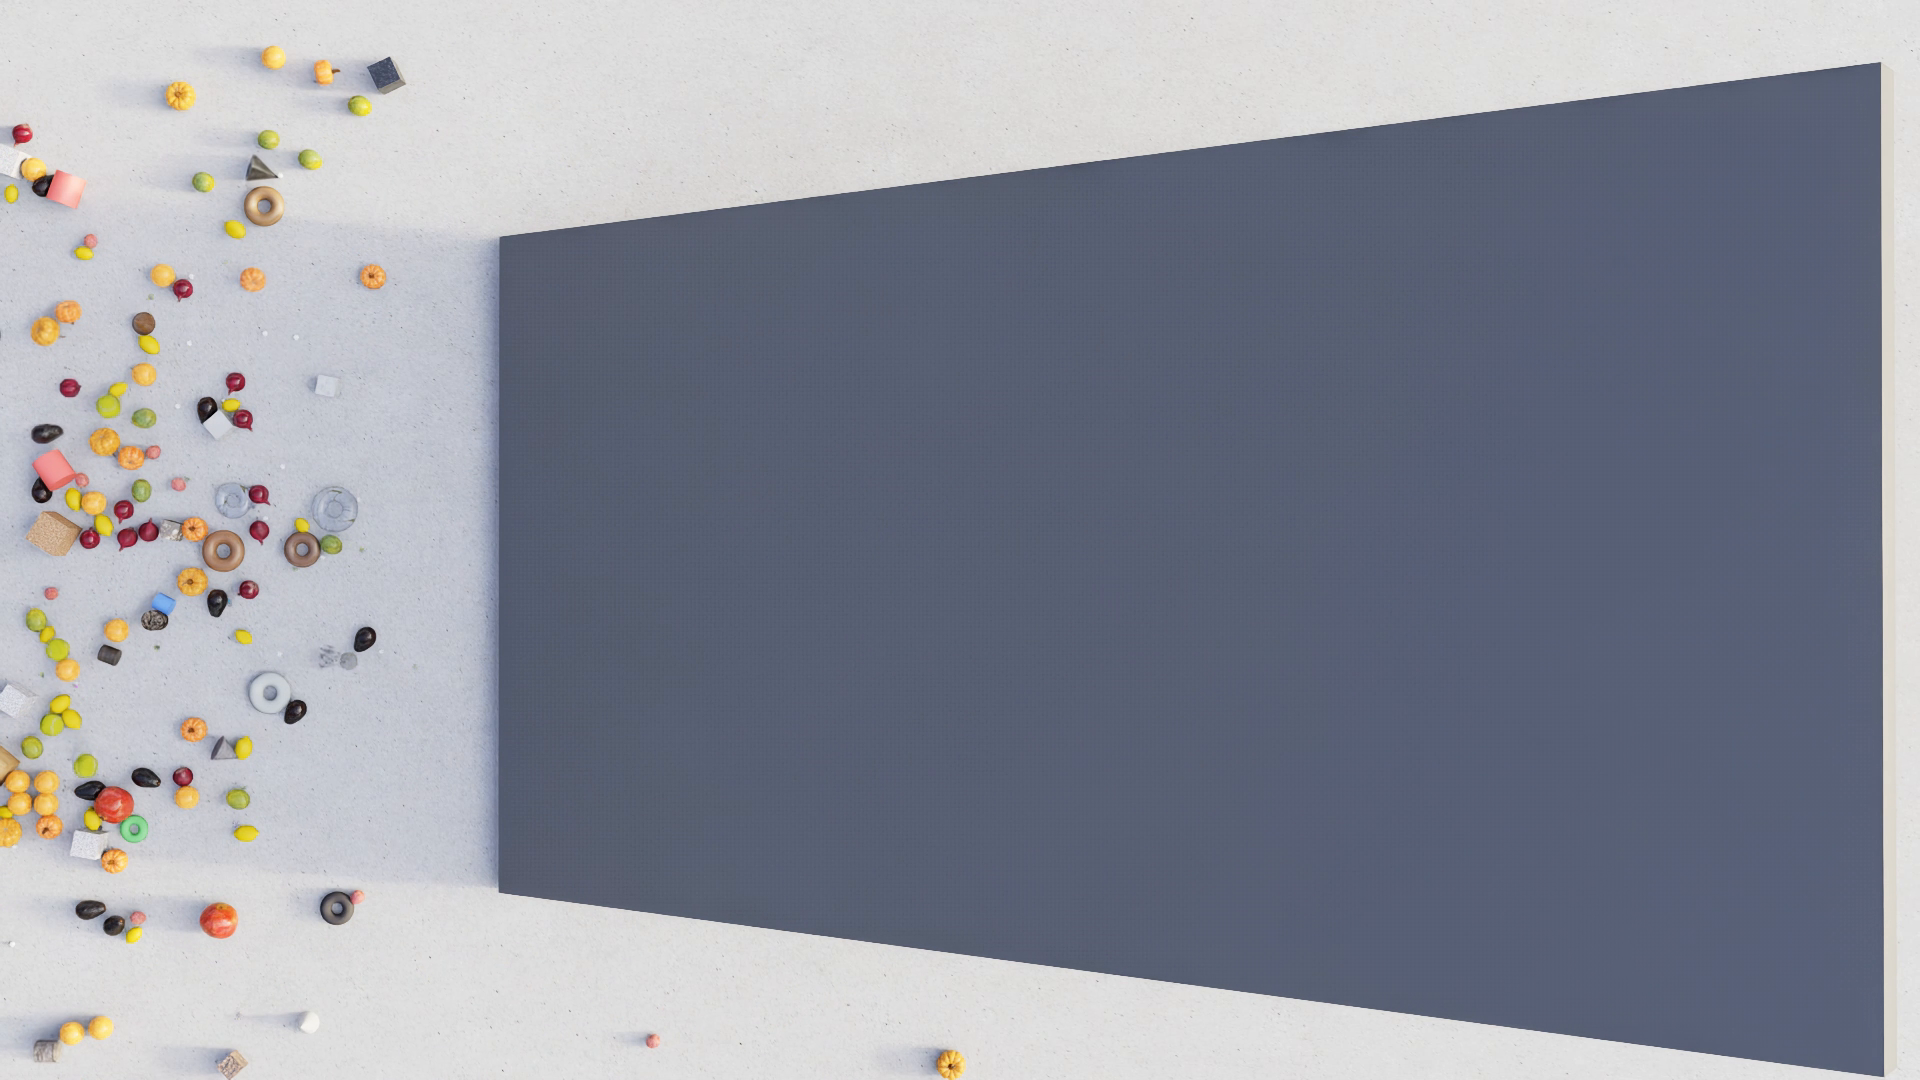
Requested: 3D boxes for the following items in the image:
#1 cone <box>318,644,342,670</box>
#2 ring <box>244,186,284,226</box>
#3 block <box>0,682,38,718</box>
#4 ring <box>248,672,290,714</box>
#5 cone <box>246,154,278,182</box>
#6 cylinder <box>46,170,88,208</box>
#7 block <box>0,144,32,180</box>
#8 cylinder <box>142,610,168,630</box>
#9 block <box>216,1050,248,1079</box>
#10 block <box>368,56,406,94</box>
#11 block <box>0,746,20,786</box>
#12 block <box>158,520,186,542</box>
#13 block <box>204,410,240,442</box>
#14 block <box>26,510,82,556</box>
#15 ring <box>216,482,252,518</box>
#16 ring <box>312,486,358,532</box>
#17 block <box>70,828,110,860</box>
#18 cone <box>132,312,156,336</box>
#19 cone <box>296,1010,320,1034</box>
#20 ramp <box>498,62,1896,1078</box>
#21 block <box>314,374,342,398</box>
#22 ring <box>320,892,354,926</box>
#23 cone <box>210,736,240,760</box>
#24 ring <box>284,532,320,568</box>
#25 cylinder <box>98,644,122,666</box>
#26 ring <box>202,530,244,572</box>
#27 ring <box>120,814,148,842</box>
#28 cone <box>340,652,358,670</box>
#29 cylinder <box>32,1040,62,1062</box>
[{"bbox_3d":[-1.956,0.375,6.762,0.077,0.077,0.077,40,116,0],"label":"cone"},{"bbox_3d":[-2.142,-1.027,6.769,0.125,0.042,0.125,0,91,-1],"label":"ring"},{"bbox_3d":[-2.892,0.491,6.740,0.076,0.076,0.076,34,90,0],"label":"block"},{"bbox_3d":[-2.121,0.471,6.757,0.130,0.043,0.130,0,89,1],"label":"ring"},{"bbox_3d":[-2.142,-1.130,6.770,0.089,0.089,0.089,17,90,-26],"label":"cone"},{"bbox_3d":[-2.740,-1.076,6.744,0.093,0.093,0.093,20,90,0],"label":"cylinder"},{"bbox_3d":[-2.920,-1.162,6.750,0.082,0.082,0.082,21,90,0],"label":"block"},{"bbox_3d":[-2.471,0.247,6.749,0.062,0.062,0.062,0,90,0],"label":"cylinder"},{"bbox_3d":[-2.229,1.610,6.741,0.058,0.058,0.058,-43,90,0],"label":"block"},{"bbox_3d":[-1.760,-1.426,6.754,0.077,0.077,0.077,-26,90,0],"label":"block"},{"bbox_3d":[-2.963,0.691,6.728,0.099,0.099,0.099,40,90,0],"label":"block"},{"bbox_3d":[-2.419,-0.029,6.755,0.054,0.054,0.054,16,90,0],"label":"block"},{"bbox_3d":[-2.267,-0.351,6.752,0.066,0.066,0.066,-40,90,0],"label":"block"},{"bbox_3d":[-2.774,-0.020,6.733,0.099,0.099,0.099,32,90,0],"label":"block"},{"bbox_3d":[-2.235,-0.121,6.765,0.113,0.038,0.113,0,91,0],"label":"ring"},{"bbox_3d":[-1.922,-0.094,6.760,0.143,0.048,0.143,0,90,1],"label":"ring"},{"bbox_3d":[-2.665,0.930,6.737,0.077,0.077,0.077,10,90,0],"label":"block"},{"bbox_3d":[-2.519,-0.668,6.751,0.072,0.072,0.072,0,90,0],"label":"cone"},{"bbox_3d":[-2.009,1.485,6.735,0.072,0.072,0.072,0,90,0],"label":"cone"},{"bbox_3d":[0.236,0.066,5.556,4.000,0.100,2.000,0,89,36],"label":"ramp"},{"bbox_3d":[-1.939,-0.471,6.756,0.059,0.059,0.059,11,90,0],"label":"block"},{"bbox_3d":[-1.914,1.132,6.757,0.104,0.035,0.104,0,90,-1],"label":"ring"},{"bbox_3d":[-2.246,0.656,6.759,0.082,0.082,0.082,29,90,-26],"label":"cone"},{"bbox_3d":[-2.023,0.029,6.763,0.113,0.038,0.113,0,91,0],"label":"ring"},{"bbox_3d":[-2.612,0.354,6.753,0.052,0.052,0.052,20,90,0],"label":"cylinder"},{"bbox_3d":[-2.264,0.034,6.760,0.131,0.044,0.131,0,91,1],"label":"ring"},{"bbox_3d":[-2.539,0.888,6.761,0.087,0.029,0.087,0,91,0],"label":"ring"},{"bbox_3d":[-1.885,0.373,6.751,0.057,0.057,0.057,0,90,0],"label":"cone"},{"bbox_3d":[-2.797,1.565,6.739,0.064,0.064,0.064,-1,90,0],"label":"cylinder"}]
